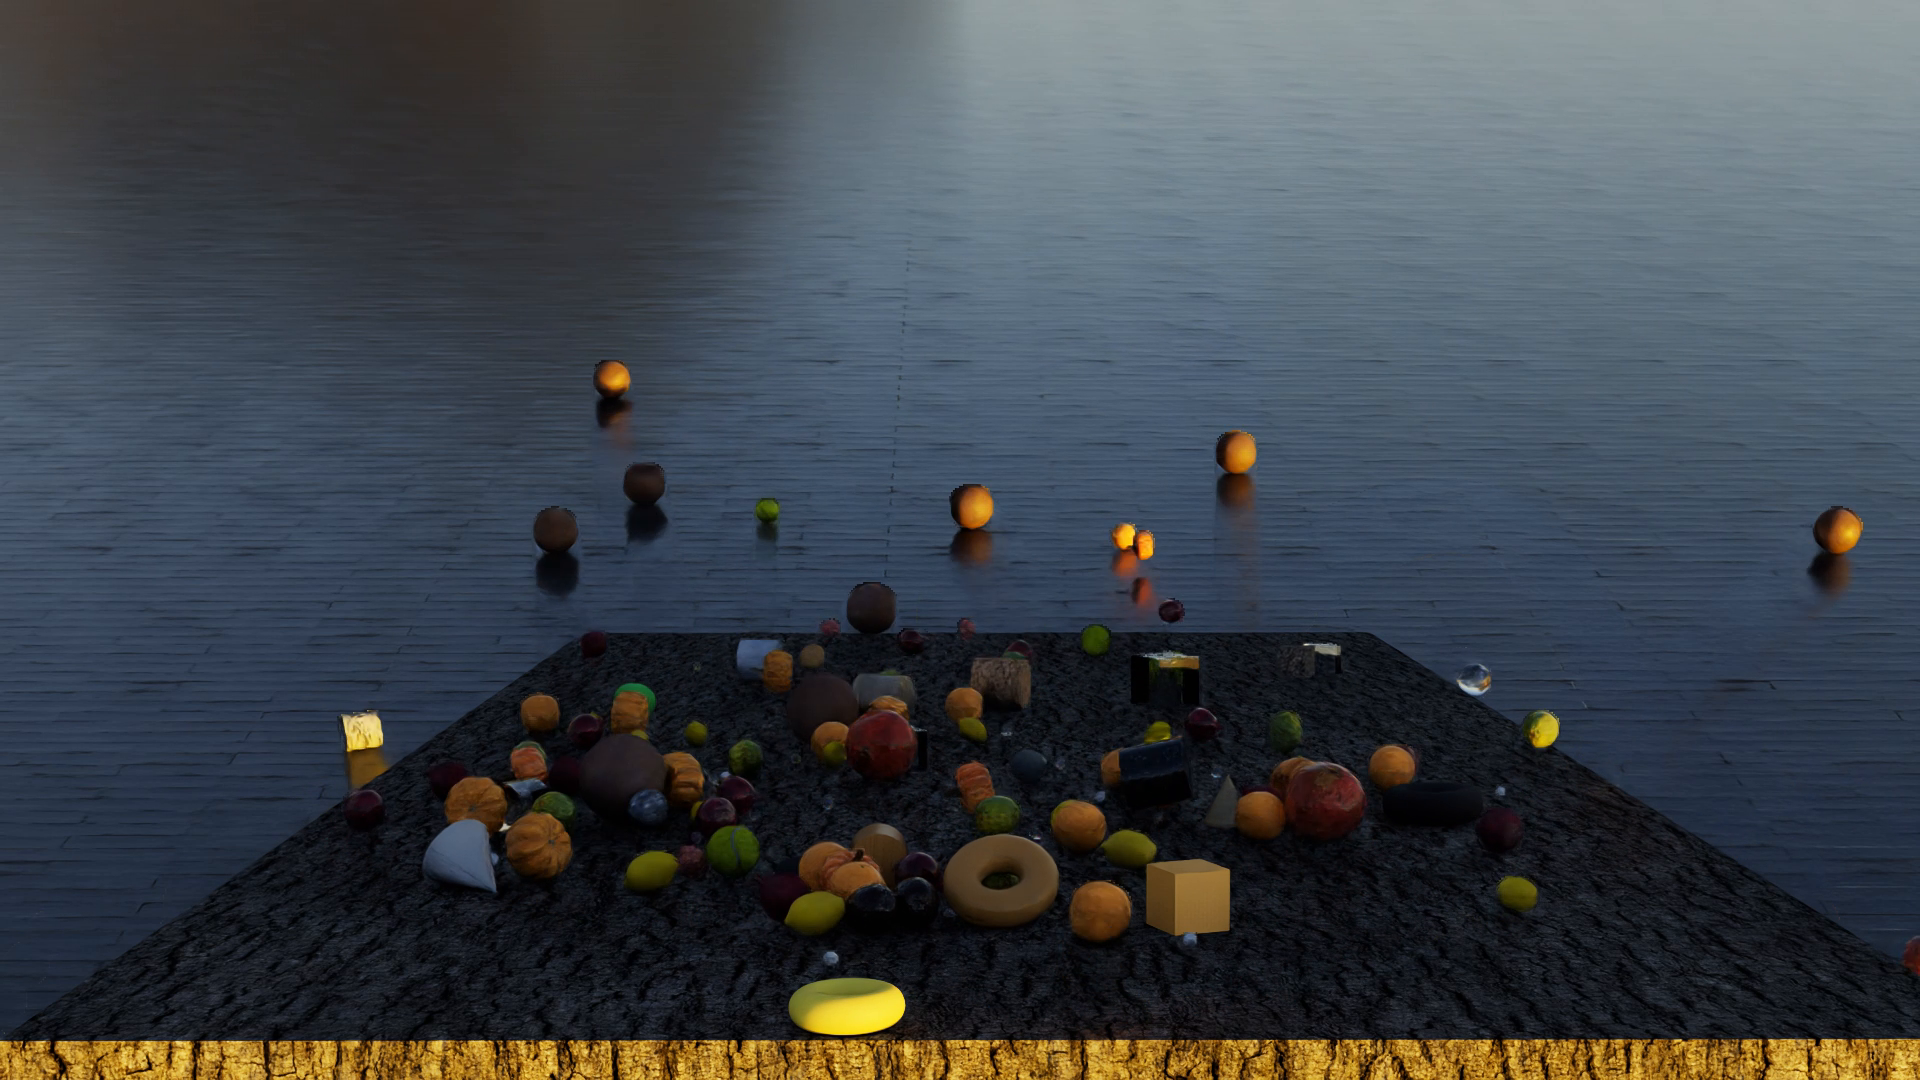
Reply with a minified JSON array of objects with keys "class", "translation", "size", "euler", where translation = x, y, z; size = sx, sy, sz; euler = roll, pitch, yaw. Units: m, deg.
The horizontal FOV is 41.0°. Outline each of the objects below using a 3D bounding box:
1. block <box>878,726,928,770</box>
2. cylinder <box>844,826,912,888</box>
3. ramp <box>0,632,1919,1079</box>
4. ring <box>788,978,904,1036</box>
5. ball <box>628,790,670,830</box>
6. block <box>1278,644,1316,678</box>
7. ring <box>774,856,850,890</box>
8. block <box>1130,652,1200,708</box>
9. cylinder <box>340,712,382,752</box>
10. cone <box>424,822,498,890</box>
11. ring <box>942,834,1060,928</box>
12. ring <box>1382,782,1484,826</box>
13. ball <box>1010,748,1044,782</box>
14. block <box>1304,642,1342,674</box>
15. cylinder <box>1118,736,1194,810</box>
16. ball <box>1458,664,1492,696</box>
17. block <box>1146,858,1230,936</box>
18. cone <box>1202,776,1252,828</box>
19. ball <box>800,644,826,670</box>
[{"class":"block","translation":[-0.096,0.348,4.295],"size":[0.064,0.064,0.064],"euler":[-2,4,-25]},{"class":"cylinder","translation":[-0.104,0.407,3.286],"size":[0.077,0.077,0.077],"euler":[3,-8,8]},{"class":"ramp","translation":[0.046,0.415,4.536],"size":[2.000,0.100,4.000],"euler":[0,4,0]},{"class":"ring","translation":[-0.114,0.471,2.594],"size":[0.118,0.039,0.118],"euler":[-1,3,0]},{"class":"ball","translation":[-0.449,0.389,3.702],"size":[0.059,0.059,0.059],"euler":[0,20,0]},{"class":"block","translation":[0.733,0.264,5.590],"size":[0.064,0.064,0.064],"euler":[2,4,30]},{"class":"ring","translation":[-0.189,0.428,3.307],"size":[0.100,0.033,0.100],"euler":[-1,3,0]},{"class":"block","translation":[0.408,0.278,5.108],"size":[0.098,0.098,0.098],"euler":[-2,4,-30]},{"class":"cylinder","translation":[-1.418,0.453,6.077],"size":[0.083,0.083,0.083],"euler":[-8,21,-23]},{"class":"cone","translation":[-0.618,0.424,3.282],"size":[0.097,0.097,0.097],"euler":[-17,31,-40]},{"class":"ring","translation":[0.049,0.411,3.091],"size":[0.142,0.047,0.142],"euler":[-3,37,2]},{"class":"ring","translation":[0.697,0.389,3.787],"size":[0.148,0.049,0.148],"euler":[-1,3,0]},{"class":"ball","translation":[0.109,0.363,4.134],"size":[0.054,0.054,0.054],"euler":[0,20,0]},{"class":"block","translation":[0.797,0.261,5.641],"size":[0.063,0.063,0.063],"euler":[-1,4,-13]},{"class":"cylinder","translation":[0.291,0.347,3.812],"size":[0.094,0.094,0.094],"euler":[-12,18,8]},{"class":"ball","translation":[1.149,0.312,5.731],"size":[0.075,0.075,0.075],"euler":[0,20,0]},{"class":"block","translation":[0.271,0.424,3.052],"size":[0.073,0.073,0.073],"euler":[-2,4,-23]},{"class":"cone","translation":[0.392,0.378,3.753],"size":[0.074,0.074,0.074],"euler":[0,4,0]},{"class":"ball","translation":[-0.328,0.260,5.710],"size":[0.058,0.058,0.058],"euler":[0,20,0]}]
